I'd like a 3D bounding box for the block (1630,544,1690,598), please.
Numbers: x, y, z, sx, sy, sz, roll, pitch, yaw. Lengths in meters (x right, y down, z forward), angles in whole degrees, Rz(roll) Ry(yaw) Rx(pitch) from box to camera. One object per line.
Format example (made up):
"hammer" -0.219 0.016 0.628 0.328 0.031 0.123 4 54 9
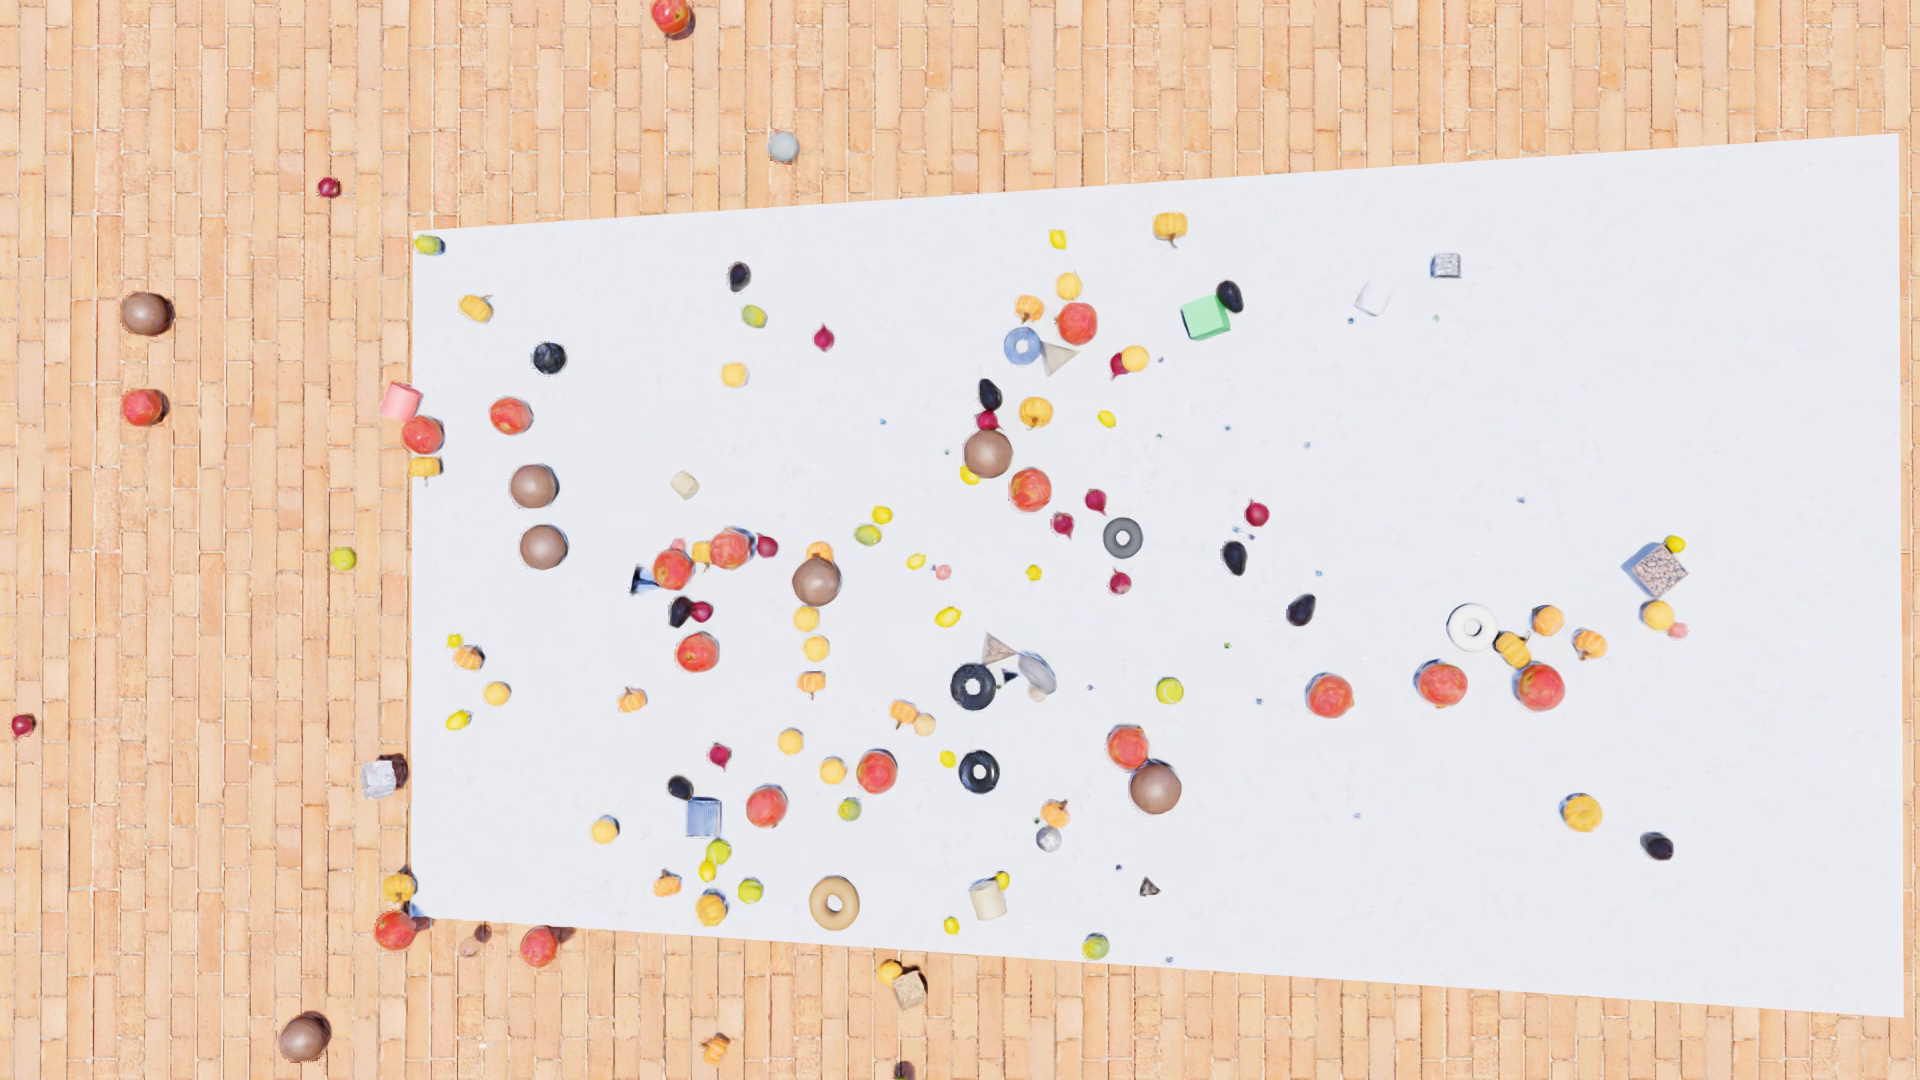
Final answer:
"block" 1.631 0.073 5.118 0.091 0.091 0.091 -43 75 15

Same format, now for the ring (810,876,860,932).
"ring" -0.337 0.975 5.894 0.146 0.049 0.146 0 91 22

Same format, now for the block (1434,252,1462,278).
"block" 1.181 -0.664 5.322 0.054 0.054 0.054 1 90 21

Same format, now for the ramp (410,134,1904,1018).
"ramp" 0.282 0.088 5.744 4.000 0.100 2.000 0 89 21

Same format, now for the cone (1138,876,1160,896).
"cone" 0.490 0.889 5.587 0.053 0.053 0.053 31 89 -23

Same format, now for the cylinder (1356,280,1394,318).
"cylinder" 1.015 -0.590 5.376 0.069 0.069 0.069 30 87 0

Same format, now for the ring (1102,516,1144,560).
"ring" 0.416 -0.005 5.621 0.108 0.036 0.108 0 91 21

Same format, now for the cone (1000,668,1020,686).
"cone" 0.135 0.353 5.732 0.050 0.050 0.050 -9 89 -8

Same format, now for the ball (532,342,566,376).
"ball" -1.160 -0.513 6.208 0.093 0.093 0.093 0 89 0

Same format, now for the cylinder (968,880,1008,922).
"cylinder" 0.072 0.932 5.687 0.082 0.082 0.082 -17 95 0

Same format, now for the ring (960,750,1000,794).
"ring" 0.051 0.608 5.753 0.116 0.039 0.116 0 90 22

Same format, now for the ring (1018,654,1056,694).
"ring" 0.197 0.343 5.614 0.042 0.126 0.126 -44 89 -11

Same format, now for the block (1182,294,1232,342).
"block" 0.619 -0.558 5.521 0.087 0.087 0.087 -19 83 20

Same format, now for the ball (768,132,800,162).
"ball" -0.519 -1.159 6.485 0.091 0.091 0.091 0 89 0

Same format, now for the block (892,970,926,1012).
"block" -0.149 1.318 6.425 0.076 0.076 0.076 -20 62 -13

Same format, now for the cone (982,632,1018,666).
"cone" 0.110 0.291 5.733 0.092 0.092 0.092 8 89 -5

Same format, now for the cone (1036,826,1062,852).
"cone" 0.217 0.775 5.669 0.071 0.071 0.071 0 89 21

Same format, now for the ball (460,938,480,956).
"ball" -1.412 1.172 6.338 0.055 0.055 0.055 0 89 0

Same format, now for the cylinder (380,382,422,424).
"cylinder" -1.623 -0.399 6.385 0.093 0.093 0.093 26 102 0

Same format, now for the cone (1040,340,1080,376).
"cone" 0.265 -0.477 5.681 0.096 0.096 0.096 -12 89 -6

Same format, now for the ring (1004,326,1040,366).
"ring" 0.162 -0.505 5.726 0.104 0.035 0.104 0 90 21

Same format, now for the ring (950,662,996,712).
"ring" 0.035 0.385 5.760 0.127 0.042 0.127 0 90 20

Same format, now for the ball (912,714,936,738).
"ball" -0.094 0.489 5.795 0.060 0.060 0.060 0 89 0

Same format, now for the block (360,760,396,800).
"block" -1.688 0.696 6.381 0.078 0.078 0.078 -6 59 -28

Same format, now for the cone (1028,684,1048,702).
"cone" 0.191 0.394 5.690 0.058 0.058 0.058 0 89 21

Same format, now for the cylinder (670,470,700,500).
"cylinder" -0.759 -0.152 6.066 0.059 0.059 0.059 44 89 16

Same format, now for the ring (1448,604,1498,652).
"ring" 1.236 0.212 5.298 0.118 0.039 0.118 -1 88 21
